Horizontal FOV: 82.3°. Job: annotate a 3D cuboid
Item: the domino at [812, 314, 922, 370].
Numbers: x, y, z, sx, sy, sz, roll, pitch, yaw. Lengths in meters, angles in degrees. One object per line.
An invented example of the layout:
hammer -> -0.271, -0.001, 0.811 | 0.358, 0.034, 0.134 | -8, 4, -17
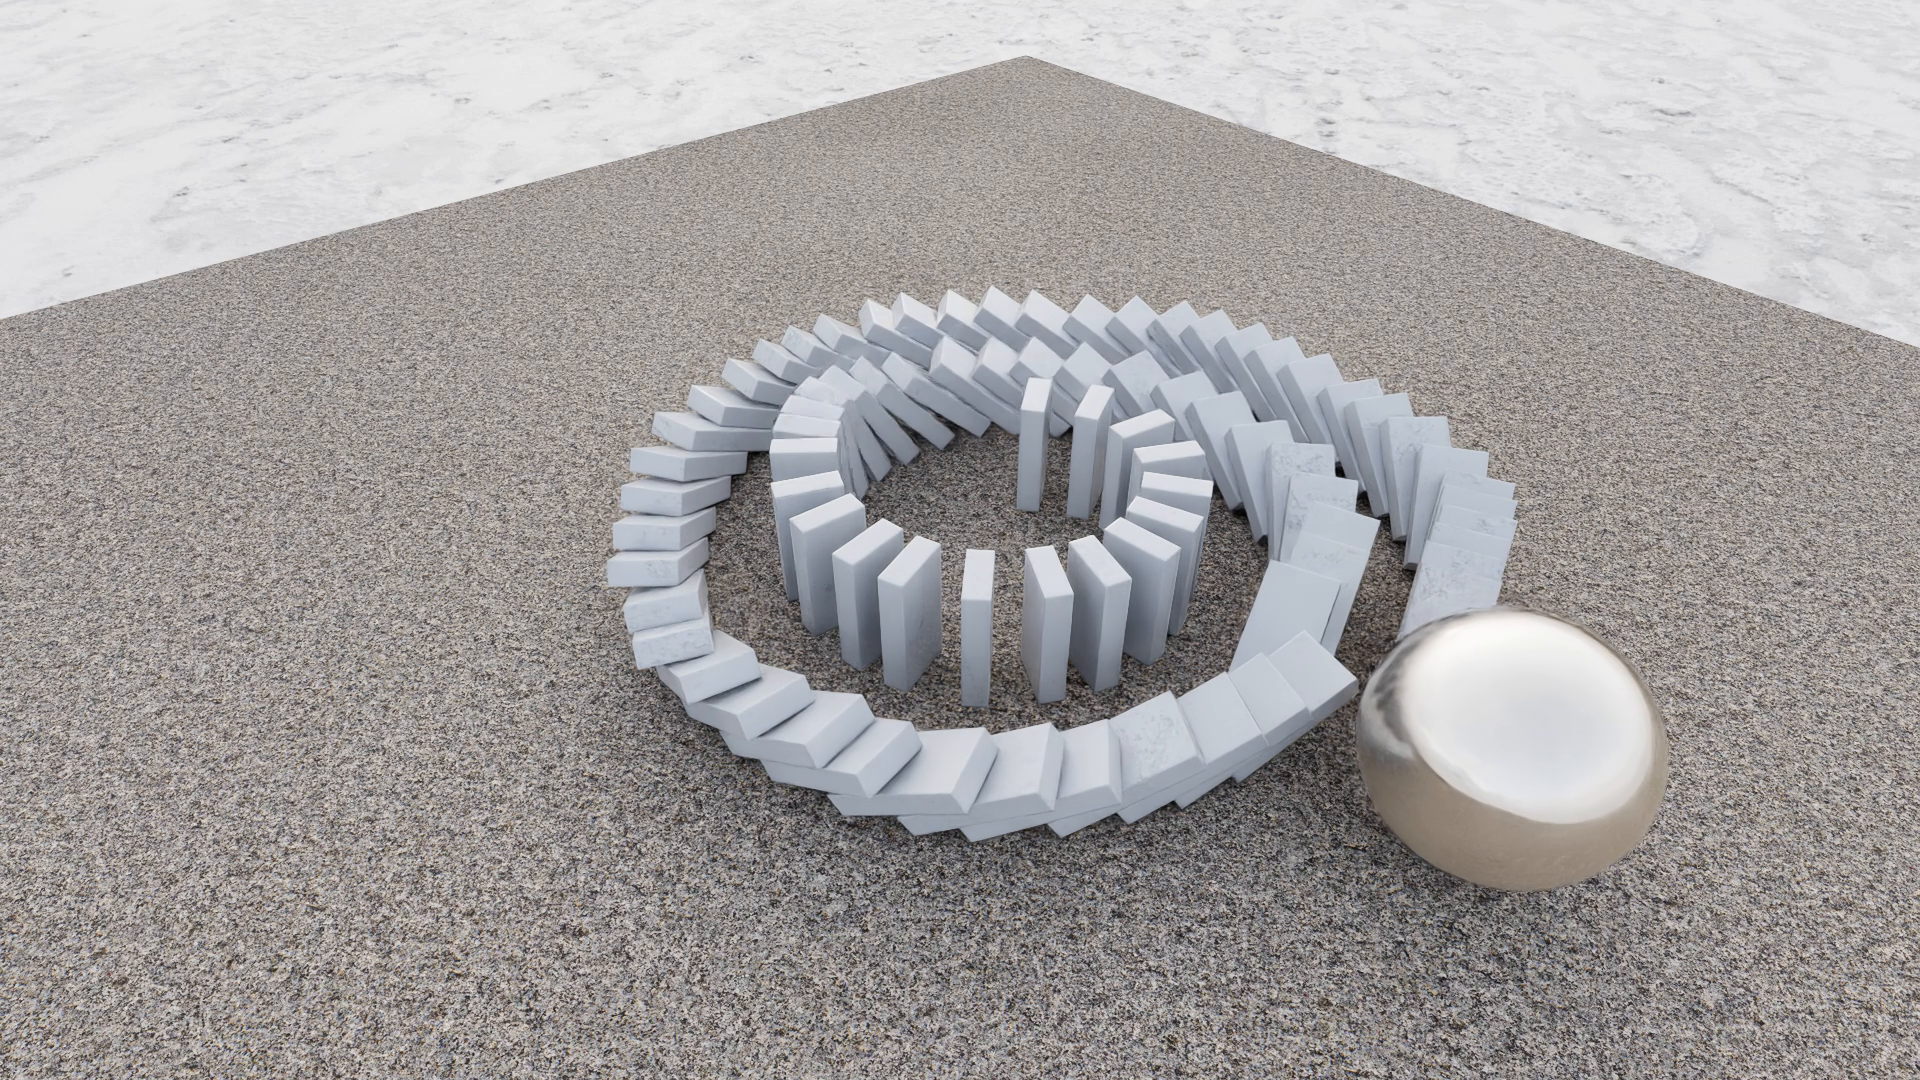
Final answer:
domino -> -0.044, -0.093, 0.534 | 0.050, 0.009, 0.025 | 17, 20, -40

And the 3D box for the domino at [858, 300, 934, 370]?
domino -> -0.025, -0.099, 0.544 | 0.050, 0.010, 0.025 | 22, 31, -28

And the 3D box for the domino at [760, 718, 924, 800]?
domino -> -0.038, 0.066, 0.344 | 0.050, 0.009, 0.025 | -4, 28, 46

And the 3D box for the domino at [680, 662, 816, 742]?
domino -> -0.071, 0.052, 0.362 | 0.025, 0.010, 0.050 | -29, 17, -31

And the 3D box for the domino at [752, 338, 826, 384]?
domino -> -0.070, -0.079, 0.518 | 0.050, 0.010, 0.025 | 13, 19, -49

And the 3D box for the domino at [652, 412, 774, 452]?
domino -> -0.107, -0.047, 0.483 | 0.025, 0.009, 0.050 | 24, 17, 28

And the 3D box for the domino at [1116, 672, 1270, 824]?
domino -> 0.068, 0.065, 0.344 | 0.050, 0.010, 0.025 | -32, 44, 10

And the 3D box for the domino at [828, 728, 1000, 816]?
domino -> -0.015, 0.071, 0.336 | 0.050, 0.010, 0.025 | -11, 33, 38

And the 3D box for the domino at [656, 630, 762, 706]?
domino -> -0.087, 0.042, 0.372 | 0.025, 0.010, 0.050 | -20, 12, -23

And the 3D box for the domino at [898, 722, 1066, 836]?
domino -> 0.006, 0.073, 0.333 | 0.050, 0.009, 0.025 | -18, 35, 30

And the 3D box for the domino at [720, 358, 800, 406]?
domino -> -0.082, -0.070, 0.509 | 0.025, 0.010, 0.050 | 36, 19, 36

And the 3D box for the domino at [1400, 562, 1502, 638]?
domino -> 0.163, 0.035, 0.373 | 0.025, 0.050, 0.009 | 16, 2, 18

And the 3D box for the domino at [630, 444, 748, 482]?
domino -> -0.114, -0.033, 0.464 | 0.025, 0.009, 0.050 | 11, 10, 17

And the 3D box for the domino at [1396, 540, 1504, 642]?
domino -> 0.168, 0.028, 0.382 | 0.025, 0.050, 0.009 | 16, 2, 18

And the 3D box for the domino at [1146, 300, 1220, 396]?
domino -> 0.116, -0.090, 0.533 | 0.025, 0.009, 0.050 | -35, 83, -35

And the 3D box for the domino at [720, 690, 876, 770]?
domino -> -0.053, 0.059, 0.351 | 0.050, 0.009, 0.025 | -4, 27, 48

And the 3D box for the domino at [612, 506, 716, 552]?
domino -> -0.115, -0.005, 0.431 | 0.025, 0.009, 0.050 | 2, 10, 3

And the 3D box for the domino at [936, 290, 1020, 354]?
domino -> 0.012, -0.104, 0.550 | 0.050, 0.010, 0.025 | 27, 36, -18

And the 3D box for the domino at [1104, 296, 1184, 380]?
domino -> 0.097, -0.096, 0.541 | 0.050, 0.009, 0.025 | 43, 49, 2

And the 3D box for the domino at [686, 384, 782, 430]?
domino -> -0.095, -0.059, 0.498 | 0.025, 0.010, 0.050 | 32, 21, 33

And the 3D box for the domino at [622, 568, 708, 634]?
domino -> -0.105, 0.021, 0.397 | 0.025, 0.009, 0.050 | -11, 10, -9

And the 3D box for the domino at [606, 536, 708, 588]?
domino -> -0.113, 0.008, 0.415 | 0.025, 0.010, 0.050 | -1, 9, -1

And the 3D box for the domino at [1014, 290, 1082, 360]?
domino -> 0.052, -0.102, 0.549 | 0.050, 0.009, 0.025 | 32, 40, -10

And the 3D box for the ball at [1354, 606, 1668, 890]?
ball -> 0.156, 0.059, 0.316 | 0.080, 0.080, 0.080 | 0, 39, 0

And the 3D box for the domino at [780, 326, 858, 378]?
domino -> -0.058, -0.086, 0.526 | 0.050, 0.009, 0.025 | 15, 19, -45

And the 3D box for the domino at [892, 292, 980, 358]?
domino -> -0.010, -0.103, 0.547 | 0.050, 0.010, 0.025 | 24, 29, -24

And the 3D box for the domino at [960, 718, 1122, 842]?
domino -> 0.024, 0.074, 0.336 | 0.050, 0.010, 0.025 | -20, 34, 21

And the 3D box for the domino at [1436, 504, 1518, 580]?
domino -> 0.181, 0.014, 0.398 | 0.025, 0.050, 0.009 | 16, 2, 18

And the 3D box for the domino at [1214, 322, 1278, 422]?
domino -> 0.143, -0.076, 0.515 | 0.025, 0.010, 0.050 | -23, 78, -28

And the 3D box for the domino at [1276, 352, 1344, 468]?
domino -> 0.164, -0.058, 0.493 | 0.025, 0.010, 0.050 | -16, 74, -23

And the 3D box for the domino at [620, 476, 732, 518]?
domino -> -0.115, -0.020, 0.450 | 0.025, 0.010, 0.050 | 8, 12, 9

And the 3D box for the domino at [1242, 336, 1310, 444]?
domino -> 0.153, -0.067, 0.504 | 0.025, 0.010, 0.050 | -20, 76, -27

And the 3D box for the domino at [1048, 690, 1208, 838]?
domino -> 0.048, 0.069, 0.339 | 0.050, 0.010, 0.025 | -29, 41, 13

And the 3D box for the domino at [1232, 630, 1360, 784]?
domino -> 0.102, 0.054, 0.362 | 0.050, 0.009, 0.025 | -36, 46, -4

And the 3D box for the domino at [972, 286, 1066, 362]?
domino -> 0.032, -0.105, 0.551 | 0.050, 0.010, 0.025 | 32, 38, -11

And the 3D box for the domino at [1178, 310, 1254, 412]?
domino -> 0.129, -0.084, 0.525 | 0.025, 0.010, 0.050 | -29, 81, -33

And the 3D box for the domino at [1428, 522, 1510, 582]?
domino -> 0.174, 0.021, 0.390 | 0.025, 0.050, 0.009 | 16, 2, 18

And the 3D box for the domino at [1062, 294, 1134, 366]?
domino -> 0.077, -0.099, 0.547 | 0.050, 0.010, 0.025 | 36, 45, 0

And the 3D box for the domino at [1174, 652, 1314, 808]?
domino -> 0.084, 0.061, 0.351 | 0.050, 0.010, 0.025 | -35, 44, 4

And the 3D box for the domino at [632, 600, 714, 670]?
domino -> -0.100, 0.032, 0.384 | 0.025, 0.009, 0.050 | -12, 10, -12
